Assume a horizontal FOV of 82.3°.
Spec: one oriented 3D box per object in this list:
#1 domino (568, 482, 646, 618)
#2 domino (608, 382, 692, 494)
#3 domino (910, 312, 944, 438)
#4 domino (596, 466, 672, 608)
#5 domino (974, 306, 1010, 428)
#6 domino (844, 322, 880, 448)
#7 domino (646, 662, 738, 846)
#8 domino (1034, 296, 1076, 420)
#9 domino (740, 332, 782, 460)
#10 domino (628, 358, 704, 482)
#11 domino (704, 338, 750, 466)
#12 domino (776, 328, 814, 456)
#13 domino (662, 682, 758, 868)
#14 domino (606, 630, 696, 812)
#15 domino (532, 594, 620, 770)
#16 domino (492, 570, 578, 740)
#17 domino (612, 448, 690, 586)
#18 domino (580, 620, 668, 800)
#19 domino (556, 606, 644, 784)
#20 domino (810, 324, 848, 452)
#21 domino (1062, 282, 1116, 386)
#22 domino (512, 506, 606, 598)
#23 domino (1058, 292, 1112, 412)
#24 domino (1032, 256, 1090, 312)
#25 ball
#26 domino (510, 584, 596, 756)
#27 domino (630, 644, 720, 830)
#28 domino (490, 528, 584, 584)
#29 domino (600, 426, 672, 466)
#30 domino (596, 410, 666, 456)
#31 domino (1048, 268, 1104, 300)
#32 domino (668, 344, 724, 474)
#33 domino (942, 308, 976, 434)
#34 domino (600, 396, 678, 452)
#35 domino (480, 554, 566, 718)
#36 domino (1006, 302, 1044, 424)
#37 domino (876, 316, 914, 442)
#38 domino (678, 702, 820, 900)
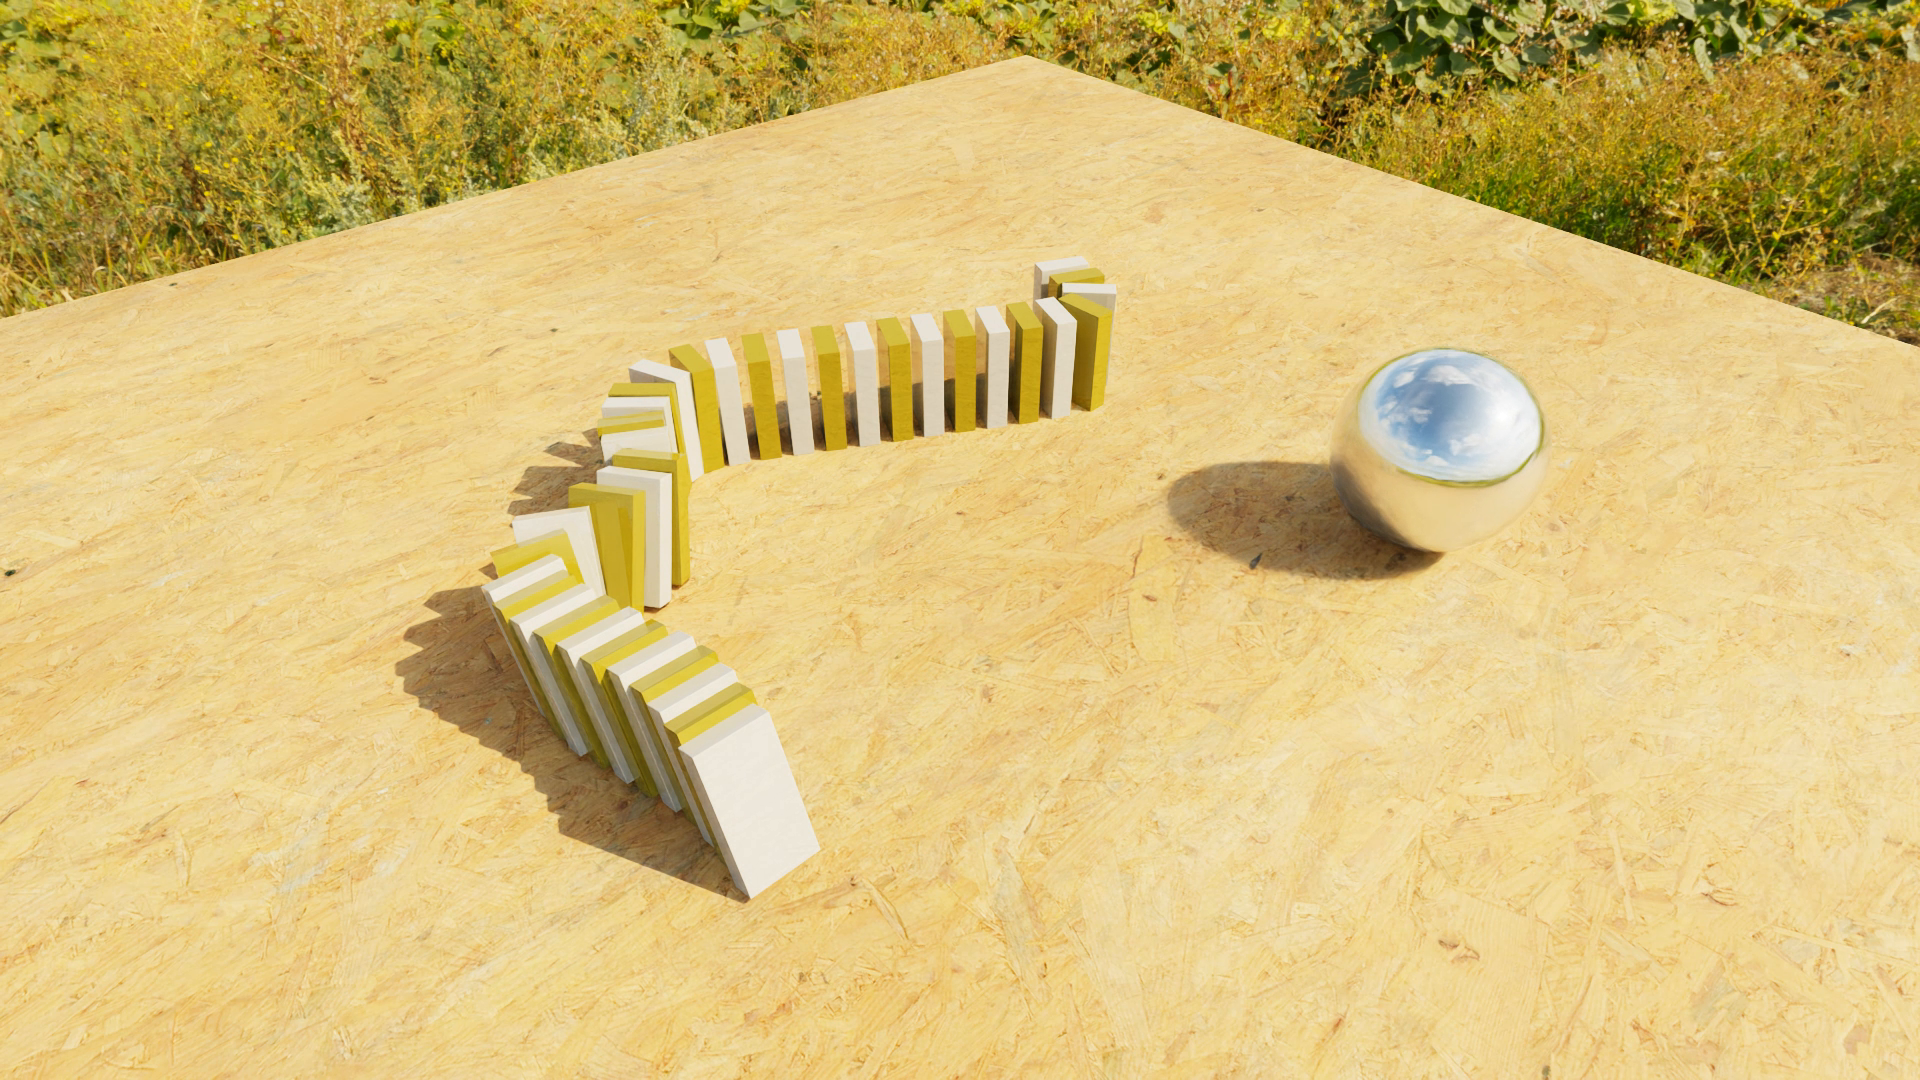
[{"bbox_3d":[-0.130,0.006,0.405,0.025,0.050,0.009,7,14,9],"label":"domino"},{"bbox_3d":[-0.129,-0.041,0.462,0.025,0.050,0.009,0,36,0],"label":"domino"},{"bbox_3d":[-0.015,-0.075,0.503,0.010,0.050,0.025,-9,40,-11],"label":"domino"},{"bbox_3d":[-0.122,-0.001,0.413,0.025,0.050,0.010,7,17,9],"label":"domino"},{"bbox_3d":[0.014,-0.080,0.509,0.009,0.050,0.025,-9,40,-10],"label":"domino"},{"bbox_3d":[-0.044,-0.070,0.497,0.010,0.050,0.025,-9,40,-11],"label":"domino"},{"bbox_3d":[-0.073,0.065,0.332,0.025,0.050,0.010,-30,26,-31],"label":"domino"},{"bbox_3d":[0.043,-0.085,0.515,0.009,0.050,0.025,-14,41,-16],"label":"domino"},{"bbox_3d":[-0.088,-0.063,0.489,0.010,0.050,0.025,-10,40,-12],"label":"domino"},{"bbox_3d":[-0.126,-0.051,0.473,0.025,0.050,0.009,18,39,21],"label":"domino"},{"bbox_3d":[-0.103,-0.061,0.486,0.010,0.050,0.025,-13,41,-15],"label":"domino"},{"bbox_3d":[-0.074,-0.066,0.492,0.009,0.050,0.025,-9,40,-10],"label":"domino"},{"bbox_3d":[-0.066,0.070,0.326,0.025,0.050,0.009,-30,26,-31],"label":"domino"},{"bbox_3d":[-0.088,0.056,0.342,0.025,0.050,0.009,-30,26,-32],"label":"domino"},{"bbox_3d":[-0.115,0.046,0.355,0.025,0.050,0.010,-30,27,-32],"label":"domino"},{"bbox_3d":[-0.132,0.038,0.365,0.025,0.050,0.010,-31,27,-32],"label":"domino"},{"bbox_3d":[-0.118,-0.009,0.422,0.025,0.050,0.009,5,20,7],"label":"domino"},{"bbox_3d":[-0.097,0.053,0.347,0.025,0.050,0.010,-30,27,-32],"label":"domino"},{"bbox_3d":[-0.106,0.050,0.351,0.025,0.050,0.010,-30,27,-32],"label":"domino"},{"bbox_3d":[-0.059,-0.068,0.494,0.009,0.050,0.025,-8,40,-10],"label":"domino"},{"bbox_3d":[0.061,-0.099,0.532,0.025,0.050,0.009,2,39,3],"label":"domino"},{"bbox_3d":[-0.142,0.015,0.394,0.025,0.050,0.010,-9,16,-11],"label":"domino"},{"bbox_3d":[0.057,-0.088,0.519,0.010,0.050,0.025,-31,48,-32],"label":"domino"},{"bbox_3d":[0.050,-0.116,0.553,0.025,0.050,0.010,-12,41,-15],"label":"domino"},{"bbox_3d":[0.186,-0.035,0.431,0.080,0.080,0.080,0,39,0],"label":"ball"},{"bbox_3d":[-0.124,0.042,0.360,0.025,0.050,0.009,-30,27,-32],"label":"domino"},{"bbox_3d":[-0.080,0.060,0.338,0.025,0.050,0.009,-30,26,-31],"label":"domino"},{"bbox_3d":[-0.142,0.024,0.383,0.025,0.050,0.009,-21,19,-24],"label":"domino"},{"bbox_3d":[-0.123,-0.018,0.433,0.025,0.050,0.009,-9,23,-11],"label":"domino"},{"bbox_3d":[-0.128,-0.025,0.442,0.025,0.050,0.009,-9,29,-11],"label":"domino"},{"bbox_3d":[0.056,-0.108,0.543,0.025,0.050,0.010,-14,41,-16],"label":"domino"},{"bbox_3d":[-0.115,-0.057,0.481,0.009,0.050,0.025,-21,44,-28],"label":"domino"},{"bbox_3d":[0.000,-0.077,0.506,0.009,0.050,0.025,-8,40,-10],"label":"domino"},{"bbox_3d":[-0.130,-0.034,0.452,0.025,0.050,0.009,-1,31,-1],"label":"domino"},{"bbox_3d":[-0.138,0.033,0.371,0.025,0.050,0.010,-30,26,-32],"label":"domino"},{"bbox_3d":[0.029,-0.082,0.512,0.010,0.050,0.025,-10,40,-12],"label":"domino"},{"bbox_3d":[-0.030,-0.073,0.500,0.010,0.050,0.025,-10,40,-13],"label":"domino"},{"bbox_3d":[-0.060,0.076,0.319,0.025,0.050,0.010,-30,26,-31],"label":"domino"}]
